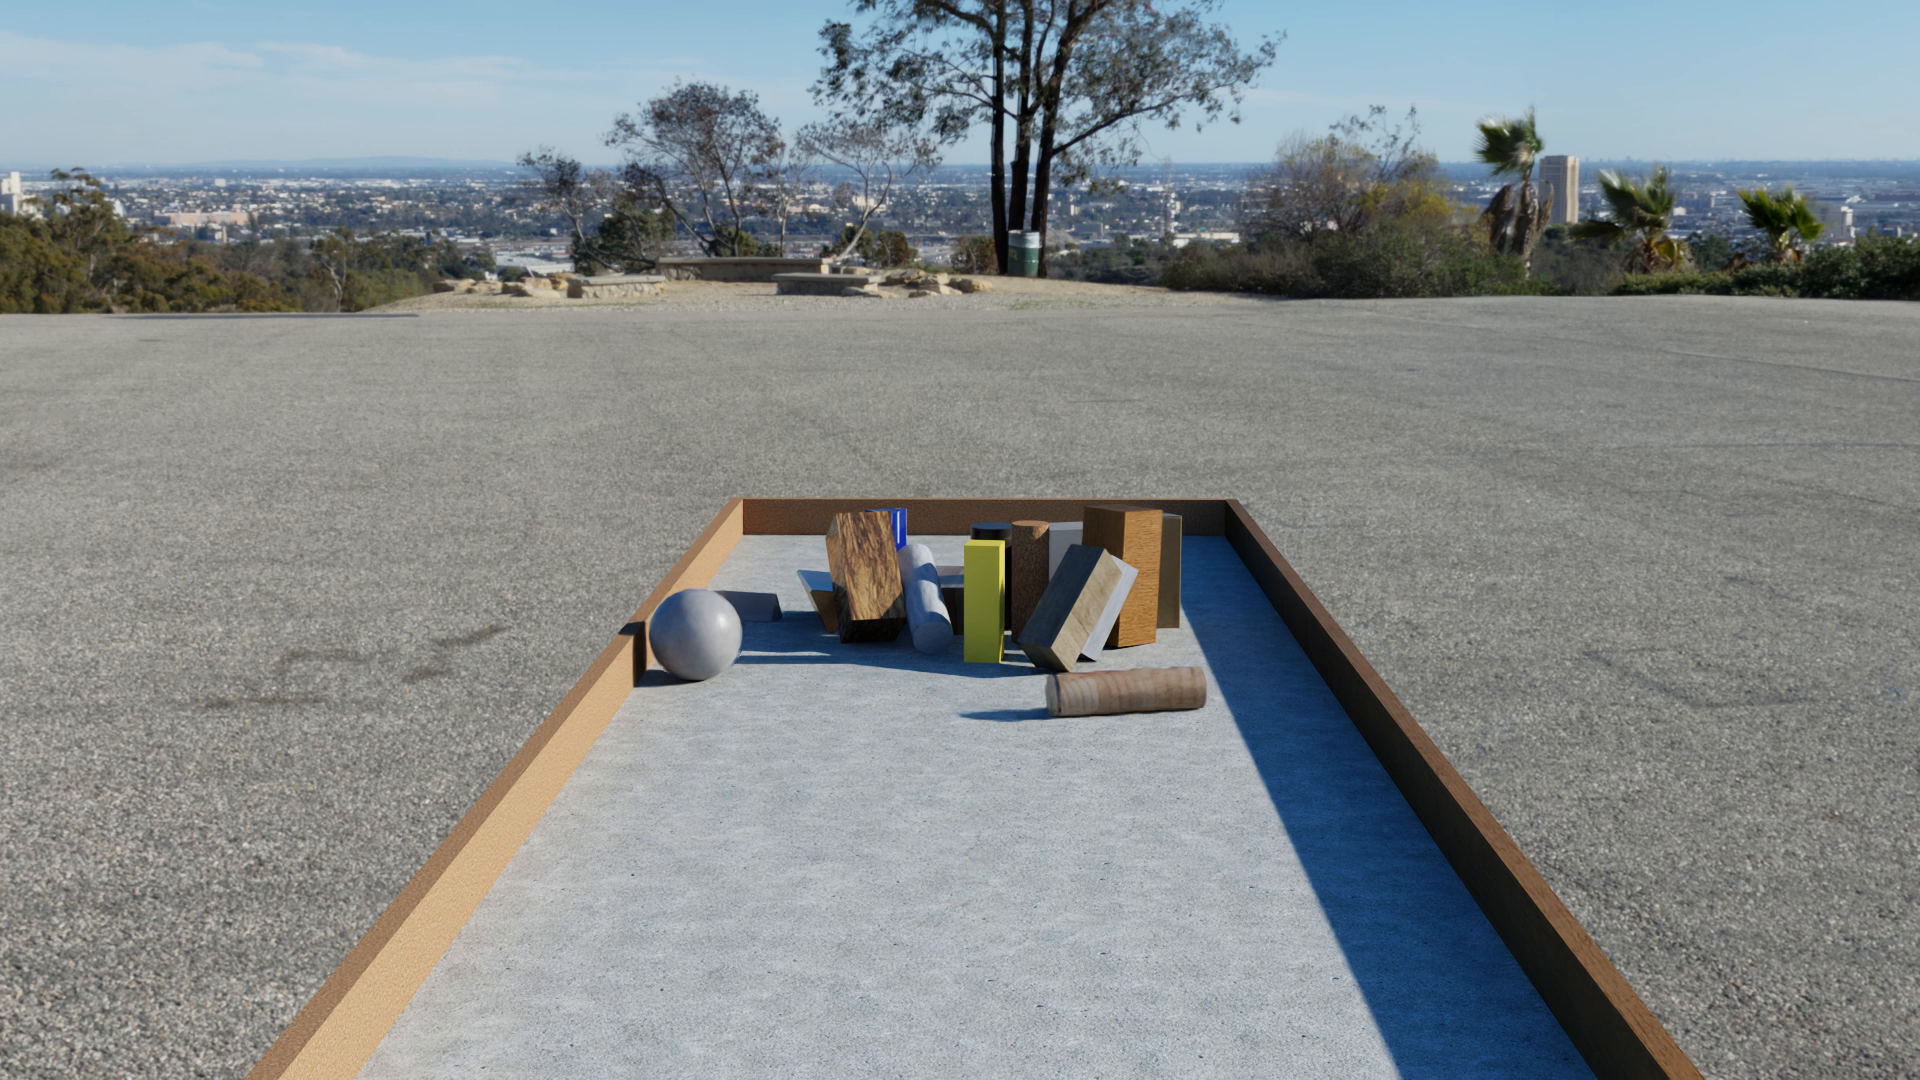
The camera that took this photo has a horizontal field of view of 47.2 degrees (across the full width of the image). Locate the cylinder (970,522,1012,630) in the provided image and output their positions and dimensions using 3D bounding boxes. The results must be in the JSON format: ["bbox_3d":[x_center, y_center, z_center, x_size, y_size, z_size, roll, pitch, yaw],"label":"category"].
[{"bbox_3d":[0.109,0.118,7.204,0.150,0.332,0.150,0,9,0],"label":"cylinder"}]

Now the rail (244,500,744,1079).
[{"bbox_3d":[-1.004,0.839,3.234,0.050,0.150,12.000,0,9,1],"label":"rail"}]

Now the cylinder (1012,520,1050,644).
[{"bbox_3d":[0.222,0.134,6.954,0.119,0.378,0.119,0,9,0],"label":"cylinder"}]

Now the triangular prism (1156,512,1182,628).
[{"bbox_3d":[0.646,0.097,7.215,0.134,0.370,0.116,-1,9,-7],"label":"triangular prism"}]

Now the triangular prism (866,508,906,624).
[{"bbox_3d":[-0.221,0.091,7.210,0.116,0.382,0.134,-8,12,-42],"label":"triangular prism"}]

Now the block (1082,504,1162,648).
[{"bbox_3d":[0.504,0.109,6.939,0.176,0.422,0.176,-4,9,-44],"label":"block"}]

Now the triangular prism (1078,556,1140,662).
[{"bbox_3d":[0.425,0.214,6.745,0.103,0.319,0.089,30,-17,-12],"label":"triangular prism"}]

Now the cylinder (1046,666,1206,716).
[{"bbox_3d":[0.455,0.414,6.023,0.426,0.117,0.117,-2,9,-14],"label":"cylinder"}]

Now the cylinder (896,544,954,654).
[{"bbox_3d":[-0.116,0.181,6.918,0.127,0.127,0.411,-2,36,-11],"label":"cylinder"}]

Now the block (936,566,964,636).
[{"bbox_3d":[-0.040,0.196,7.278,0.154,0.154,0.418,1,9,6],"label":"block"}]

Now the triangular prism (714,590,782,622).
[{"bbox_3d":[-0.755,0.215,7.354,0.301,0.089,0.103,3,9,17],"label":"triangular prism"}]

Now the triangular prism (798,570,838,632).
[{"bbox_3d":[-0.462,0.171,7.277,0.135,0.156,0.388,35,1,-14],"label":"triangular prism"}]

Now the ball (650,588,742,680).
[{"bbox_3d":[-0.771,0.274,6.417,0.270,0.270,0.270,0,9,0],"label":"ball"}]

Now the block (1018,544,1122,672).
[{"bbox_3d":[0.331,0.203,6.597,0.129,0.371,0.129,8,-33,40],"label":"block"}]

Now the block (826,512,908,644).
[{"bbox_3d":[-0.300,0.117,6.972,0.178,0.371,0.178,-3,-26,-16],"label":"block"}]

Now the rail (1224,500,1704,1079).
[{"bbox_3d":[1.046,0.843,3.208,0.050,0.150,12.000,0,9,1],"label":"rail"}]

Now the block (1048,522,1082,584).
[{"bbox_3d":[0.348,0.117,7.215,0.159,0.330,0.159,-2,9,-14],"label":"block"}]

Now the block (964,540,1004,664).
[{"bbox_3d":[0.074,0.186,6.691,0.108,0.359,0.108,1,9,9],"label":"block"}]

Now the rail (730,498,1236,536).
[{"bbox_3d":[0.099,-0.098,9.147,2.100,0.150,0.050,0,9,1],"label":"rail"}]
